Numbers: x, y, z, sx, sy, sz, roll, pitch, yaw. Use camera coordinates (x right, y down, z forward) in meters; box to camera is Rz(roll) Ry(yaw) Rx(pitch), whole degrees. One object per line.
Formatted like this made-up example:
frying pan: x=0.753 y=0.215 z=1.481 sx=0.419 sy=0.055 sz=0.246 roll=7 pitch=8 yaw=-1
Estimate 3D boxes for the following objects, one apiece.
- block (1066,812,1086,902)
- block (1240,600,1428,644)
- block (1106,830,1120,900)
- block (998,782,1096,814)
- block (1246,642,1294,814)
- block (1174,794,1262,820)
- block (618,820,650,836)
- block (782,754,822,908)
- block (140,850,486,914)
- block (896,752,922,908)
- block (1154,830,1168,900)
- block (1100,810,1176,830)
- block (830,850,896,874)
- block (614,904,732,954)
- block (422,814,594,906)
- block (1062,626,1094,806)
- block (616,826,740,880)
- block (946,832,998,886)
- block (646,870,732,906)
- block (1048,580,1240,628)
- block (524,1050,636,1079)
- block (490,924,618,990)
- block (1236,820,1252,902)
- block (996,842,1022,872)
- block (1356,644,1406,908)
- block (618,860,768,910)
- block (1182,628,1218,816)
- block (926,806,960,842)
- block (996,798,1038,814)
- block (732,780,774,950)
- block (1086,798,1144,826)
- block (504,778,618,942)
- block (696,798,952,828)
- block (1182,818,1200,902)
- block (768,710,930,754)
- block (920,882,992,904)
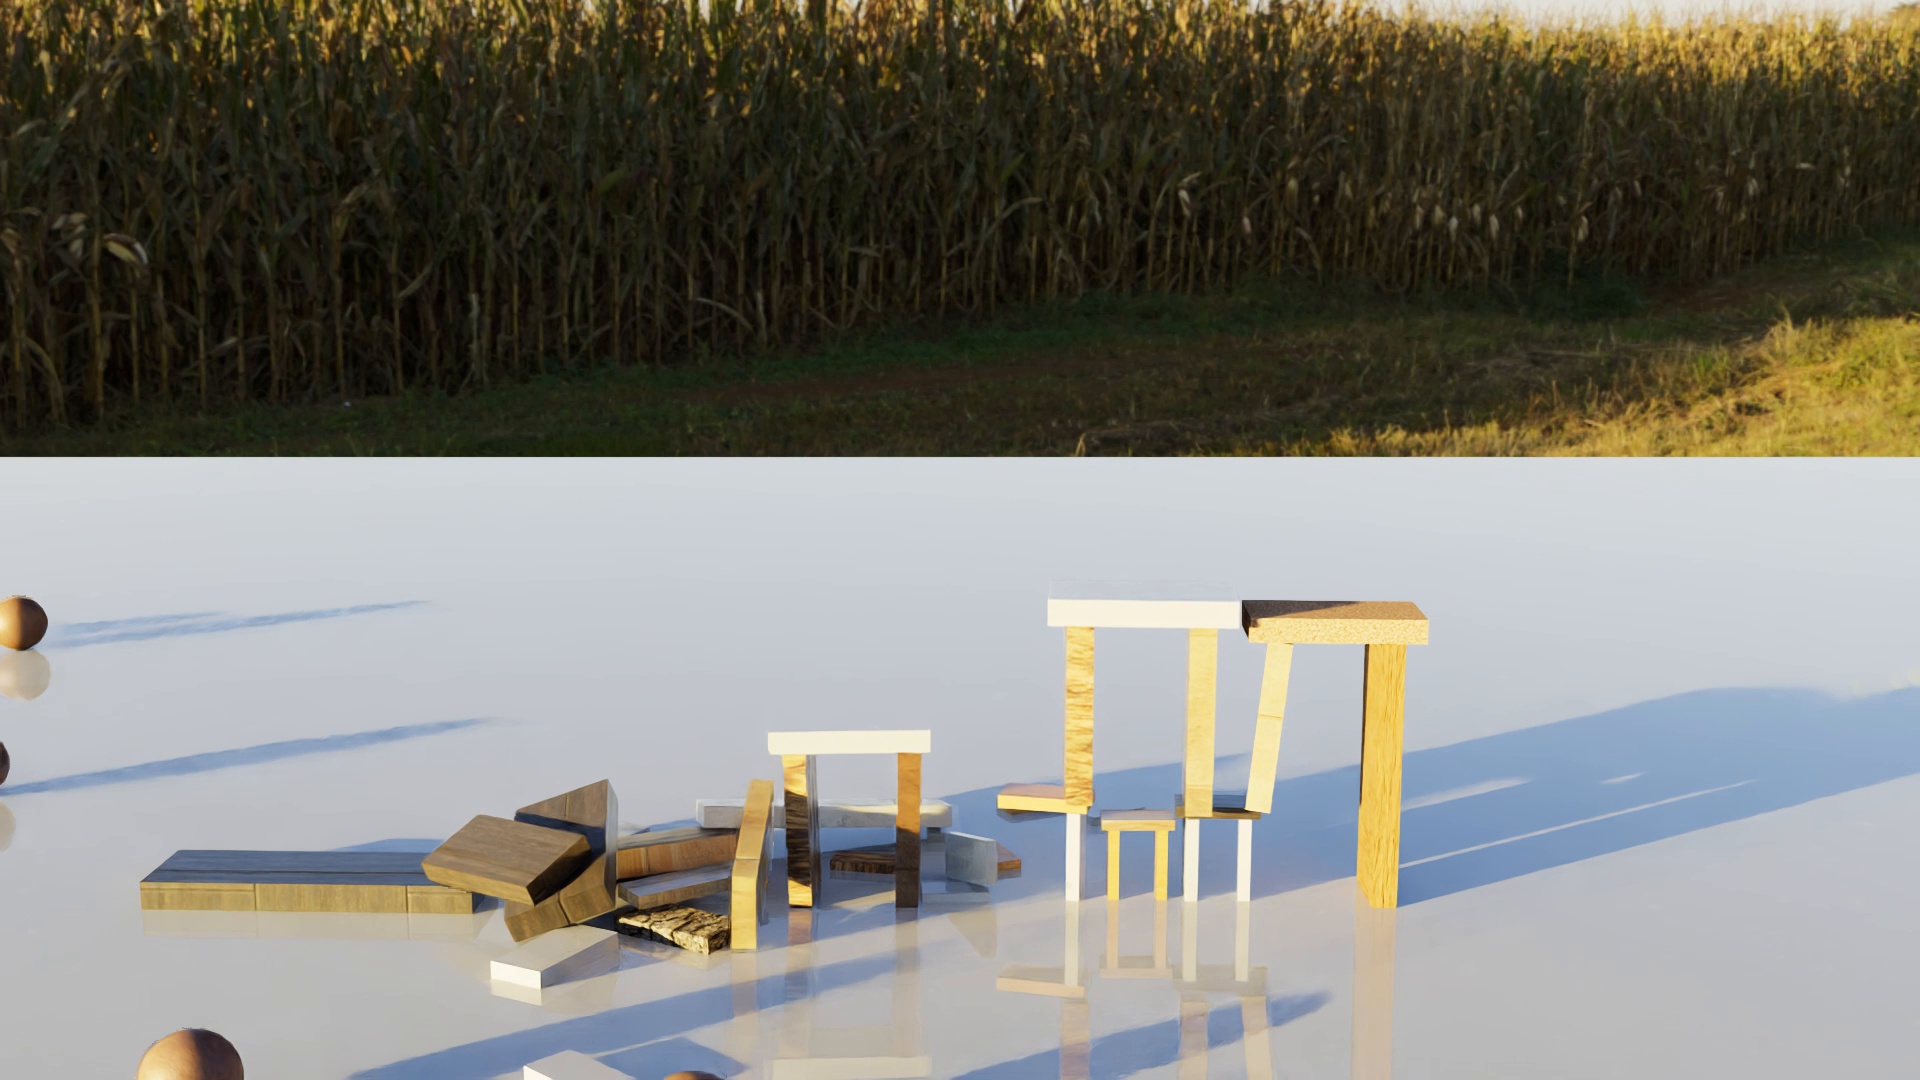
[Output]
block: x=0.193 y=0.516 z=3.657 sx=0.021 sy=0.149 sz=0.075 roll=2 pitch=11 yaw=12
block: x=0.609 y=0.133 z=3.589 sx=0.284 sy=0.040 sz=0.142 roll=1 pitch=11 yaw=1
block: x=0.254 y=0.531 z=3.658 sx=0.017 sy=0.120 sz=0.060 roll=0 pitch=11 yaw=0
block: x=0.144 y=0.429 z=3.658 sx=0.149 sy=0.021 sz=0.075 roll=3 pitch=11 yaw=14
block: x=0.512 y=0.292 z=3.628 sx=0.040 sy=0.283 sz=0.142 roll=8 pitch=11 yaw=8
block: x=0.426 y=0.442 z=3.647 sx=0.140 sy=0.020 sz=0.070 roll=1 pitch=11 yaw=3
block: x=-0.631 y=0.535 z=3.908 sx=0.076 sy=0.022 sz=0.153 roll=6 pitch=12 yaw=31
block: x=-0.261 y=0.462 z=3.641 sx=0.037 sy=0.261 sz=0.131 roll=-1 pitch=10 yaw=3
block: x=-1.062 y=0.568 z=3.660 sx=0.546 sy=0.047 sz=0.166 roll=0 pitch=11 yaw=2
block: x=-0.085 y=0.462 z=3.642 sx=0.037 sy=0.261 sz=0.131 roll=1 pitch=11 yaw=0
block: x=0.334 y=0.531 z=3.658 sx=0.017 sy=0.120 sz=0.060 roll=0 pitch=11 yaw=0
block: x=0.294 y=0.464 z=3.645 sx=0.120 sy=0.017 sz=0.060 roll=0 pitch=11 yaw=0
block: x=-0.162 y=0.557 z=3.801 sx=0.113 sy=0.016 sz=0.057 roll=2 pitch=11 yaw=12
block: x=-0.444 y=0.611 z=3.481 sx=0.188 sy=0.027 sz=0.094 roll=6 pitch=12 yaw=31
block: x=-0.730 y=0.512 z=3.540 sx=0.268 sy=0.038 sz=0.134 roll=4 pitch=33 yaw=40
block: x=0.194 y=0.270 z=3.629 sx=0.043 sy=0.303 sz=0.152 roll=0 pitch=11 yaw=0
block: x=-0.524 y=0.534 z=3.758 sx=0.331 sy=0.047 sz=0.166 roll=-5 pitch=1 yaw=-24
block: x=0.018 y=0.534 z=3.687 sx=0.021 sy=0.075 sz=0.149 roll=0 pitch=-2 yaw=-27
block: x=-0.426 y=0.577 z=3.665 sx=0.188 sy=0.027 sz=0.094 roll=-2 pitch=11 yaw=-11
block: x=0.297 y=0.104 z=3.572 sx=0.303 sy=0.043 sz=0.152 roll=1 pitch=11 yaw=4
block: x=-0.501 y=0.718 z=2.918 sx=0.153 sy=0.022 sz=0.076 roll=10 pitch=14 yaw=42
block: x=-0.618 y=0.634 z=3.361 sx=0.094 sy=0.027 sz=0.188 roll=6 pitch=12 yaw=28
block: x=0.472 y=0.522 z=3.654 sx=0.020 sy=0.139 sz=0.070 roll=1 pitch=11 yaw=5
block: x=0.057 y=0.551 z=3.835 sx=0.057 sy=0.016 sz=0.113 roll=-4 pitch=11 yaw=-23
block: x=0.695 y=0.372 z=3.631 sx=0.040 sy=0.443 sz=0.142 roll=0 pitch=11 yaw=0
block: x=-0.437 y=0.563 z=3.610 sx=0.236 sy=0.022 sz=0.076 roll=-7 pitch=13 yaw=-34
block: x=0.392 y=0.279 z=3.608 sx=0.043 sy=0.315 sz=0.152 roll=1 pitch=11 yaw=3
block: x=-0.031 y=0.518 z=4.010 sx=0.060 sy=0.017 sz=0.161 roll=0 pitch=11 yaw=-2
block: x=0.136 y=0.494 z=4.141 sx=0.120 sy=0.017 sz=0.060 roll=-5 pitch=12 yaw=-27
block: x=-0.328 y=0.510 z=3.486 sx=0.038 sy=0.134 sz=0.268 roll=3 pitch=27 yaw=0
block: x=0.277 y=0.505 z=4.078 sx=0.120 sy=0.017 sz=0.060 roll=-7 pitch=13 yaw=-34
block: x=-0.644 y=0.516 z=3.572 sx=0.166 sy=0.047 sz=0.331 roll=-19 pitch=25 yaw=1
block: x=-0.242 y=0.484 z=3.896 sx=0.437 sy=0.038 sz=0.134 roll=1 pitch=-2 yaw=-12
block: x=0.382 y=0.522 z=3.654 sx=0.020 sy=0.140 sz=0.070 roll=0 pitch=11 yaw=0
block: x=-0.181 y=0.315 z=3.616 sx=0.261 sy=0.037 sz=0.130 roll=0 pitch=11 yaw=-3
block: x=-0.007 y=0.585 z=3.653 sx=0.113 sy=0.016 sz=0.057 roll=-1 pitch=11 yaw=-4
